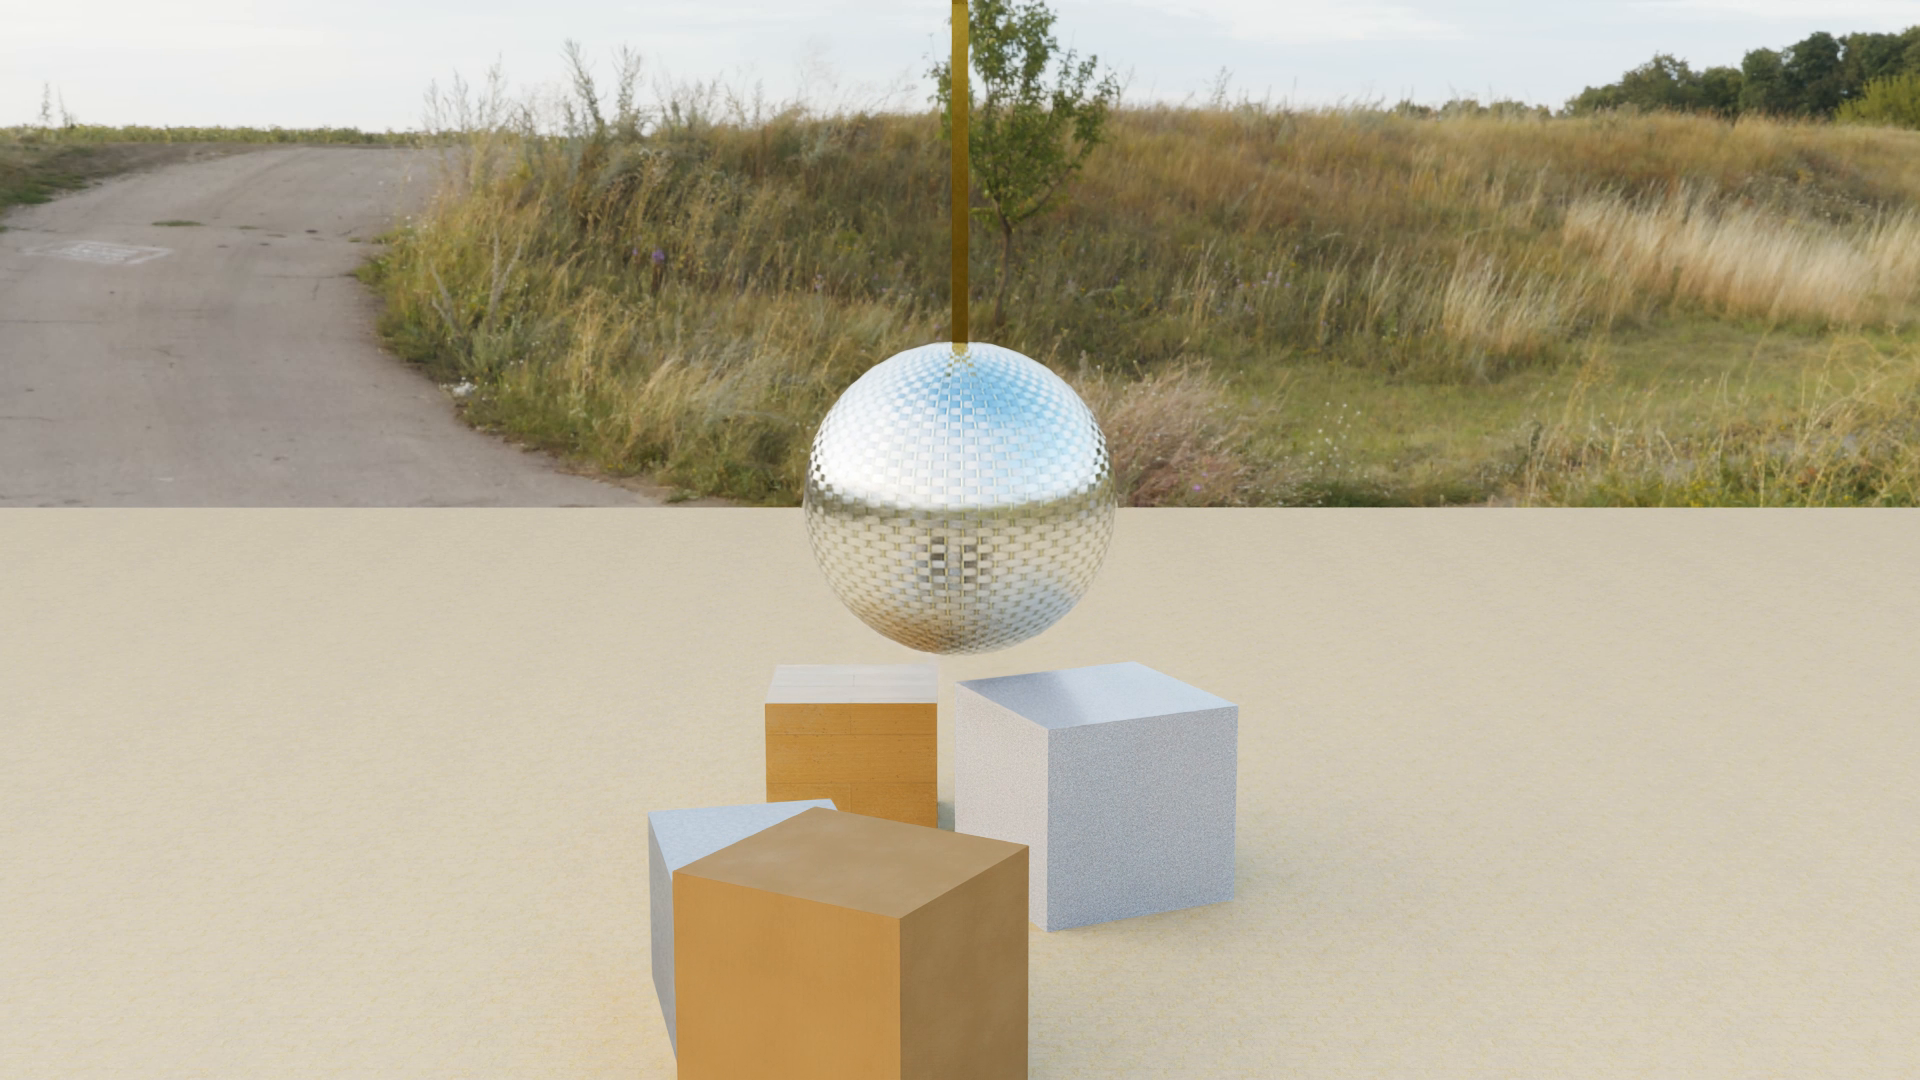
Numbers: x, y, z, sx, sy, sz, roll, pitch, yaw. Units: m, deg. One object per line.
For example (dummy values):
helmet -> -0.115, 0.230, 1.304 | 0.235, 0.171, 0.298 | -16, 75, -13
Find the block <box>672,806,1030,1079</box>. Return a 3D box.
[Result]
block -> -0.375, 1.618, 7.868 | 0.931, 1.001, 0.879 | 6, 12, 30

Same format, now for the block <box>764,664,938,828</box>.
block -> -0.543, 1.107, 11.372 | 0.854, 0.753, 0.808 | 0, 10, 0

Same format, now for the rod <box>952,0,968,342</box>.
rod -> 0.000, -3.551, 10.552 | 0.080, 5.200, 0.080 | 0, 11, 0

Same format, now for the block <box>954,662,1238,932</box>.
block -> 0.629, 1.184, 10.426 | 0.989, 0.941, 0.962 | -5, 11, -25

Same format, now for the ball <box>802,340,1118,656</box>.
ball -> 0.000, -0.210, 11.181 | 1.600, 1.600, 1.600 | 0, 10, 0

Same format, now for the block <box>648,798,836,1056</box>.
block -> -0.826, 1.559, 8.954 | 0.779, 0.728, 0.902 | -3, 11, -14
